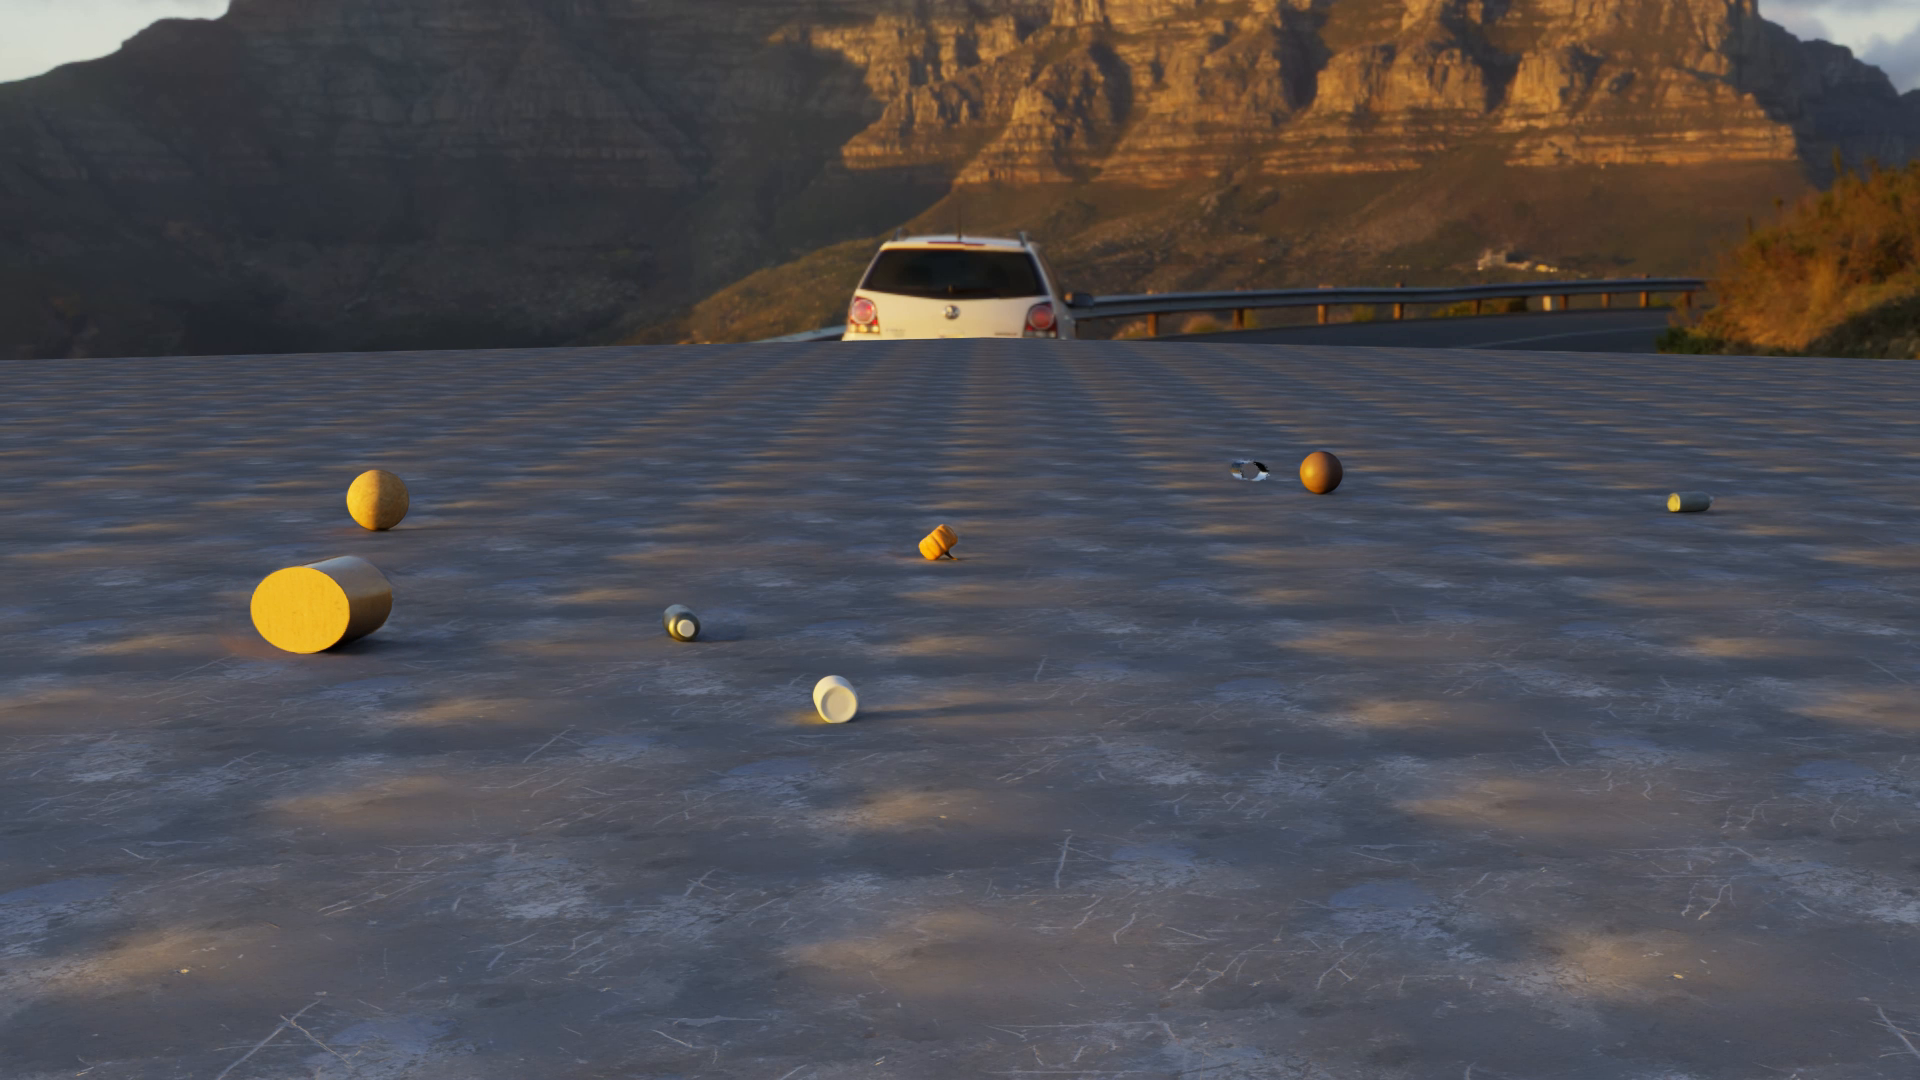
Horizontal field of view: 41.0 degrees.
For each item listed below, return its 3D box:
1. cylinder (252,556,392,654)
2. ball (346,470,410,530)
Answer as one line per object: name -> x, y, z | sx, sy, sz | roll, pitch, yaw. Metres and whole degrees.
cylinder -> -1.134, 0.114, 4.567 | 0.185, 0.152, 0.180 | 2, 6, 11
ball -> -1.506, -0.103, 6.643 | 0.158, 0.158, 0.158 | 0, 6, 0
